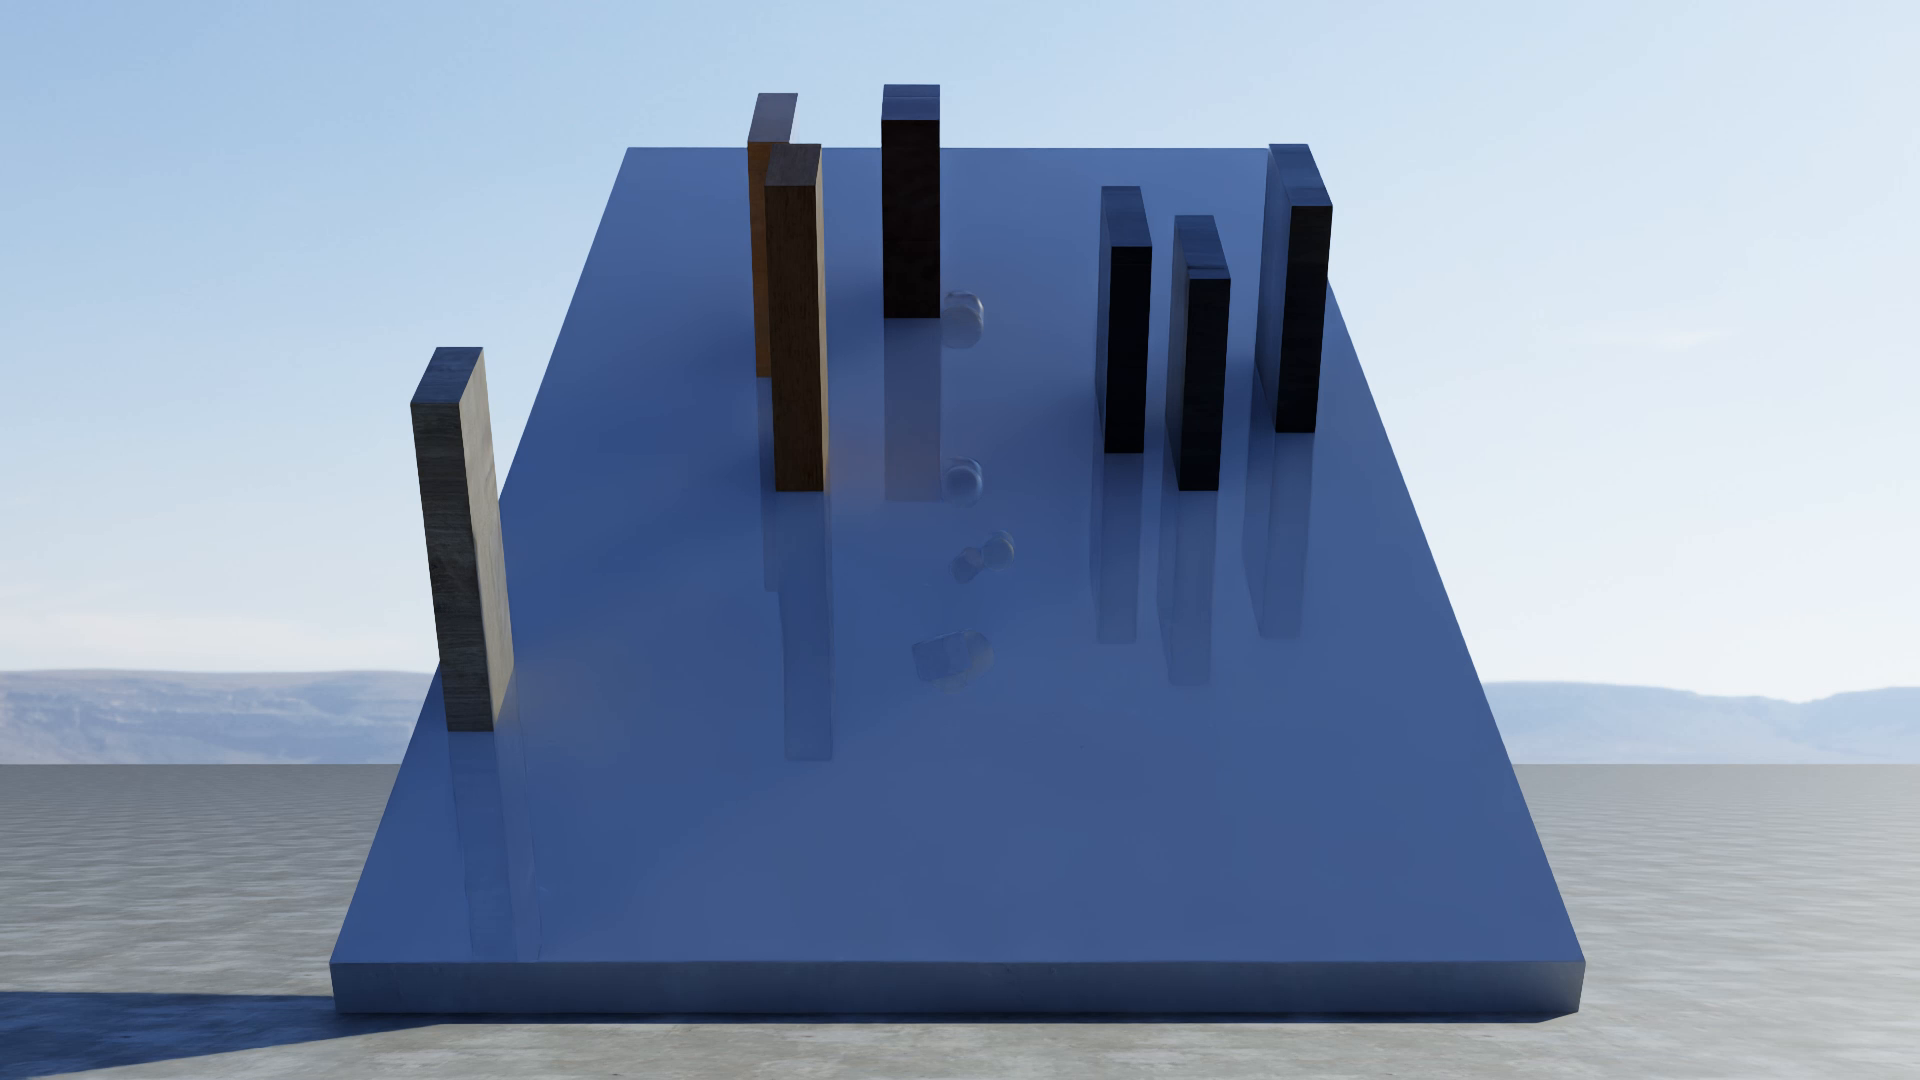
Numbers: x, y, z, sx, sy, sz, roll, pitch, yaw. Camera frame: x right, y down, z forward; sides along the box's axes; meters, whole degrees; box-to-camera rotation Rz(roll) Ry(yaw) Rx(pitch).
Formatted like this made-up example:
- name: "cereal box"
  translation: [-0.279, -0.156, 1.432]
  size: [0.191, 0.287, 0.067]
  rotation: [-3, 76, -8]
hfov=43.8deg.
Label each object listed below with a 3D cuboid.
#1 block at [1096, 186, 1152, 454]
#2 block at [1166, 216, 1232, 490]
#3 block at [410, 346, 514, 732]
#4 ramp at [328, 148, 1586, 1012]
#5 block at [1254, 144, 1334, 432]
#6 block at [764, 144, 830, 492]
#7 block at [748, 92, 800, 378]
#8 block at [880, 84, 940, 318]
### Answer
- name: "block"
  translation: [0.373, -0.510, 5.489]
  size: [0.089, 0.500, 0.389]
  rotation: [0, 28, 0]
- name: "block"
  translation: [0.527, -0.420, 5.318]
  size: [0.087, 0.501, 0.384]
  rotation: [0, 28, 0]
- name: "block"
  translation: [-0.900, 0.002, 4.342]
  size: [0.084, 0.664, 0.242]
  rotation: [0, 28, 0]
- name: "ramp"
  translation: [-0.011, -0.223, 5.584]
  size: [2.000, 0.100, 4.000]
  rotation: [0, 28, 0]
- name: "block"
  translation: [0.777, -0.594, 5.592]
  size: [0.092, 0.554, 0.427]
  rotation: [0, 28, 0]
- name: "block"
  translation: [-0.353, -0.483, 5.213]
  size: [0.106, 0.707, 0.271]
  rotation: [0, 28, 0]
- name: "block"
  translation: [-0.445, -0.746, 5.824]
  size: [0.098, 0.596, 0.371]
  rotation: [0, 28, 0]
- name: "block"
  translation: [-0.124, -0.872, 6.136]
  size: [0.145, 0.528, 0.293]
  rotation: [0, 28, 0]
